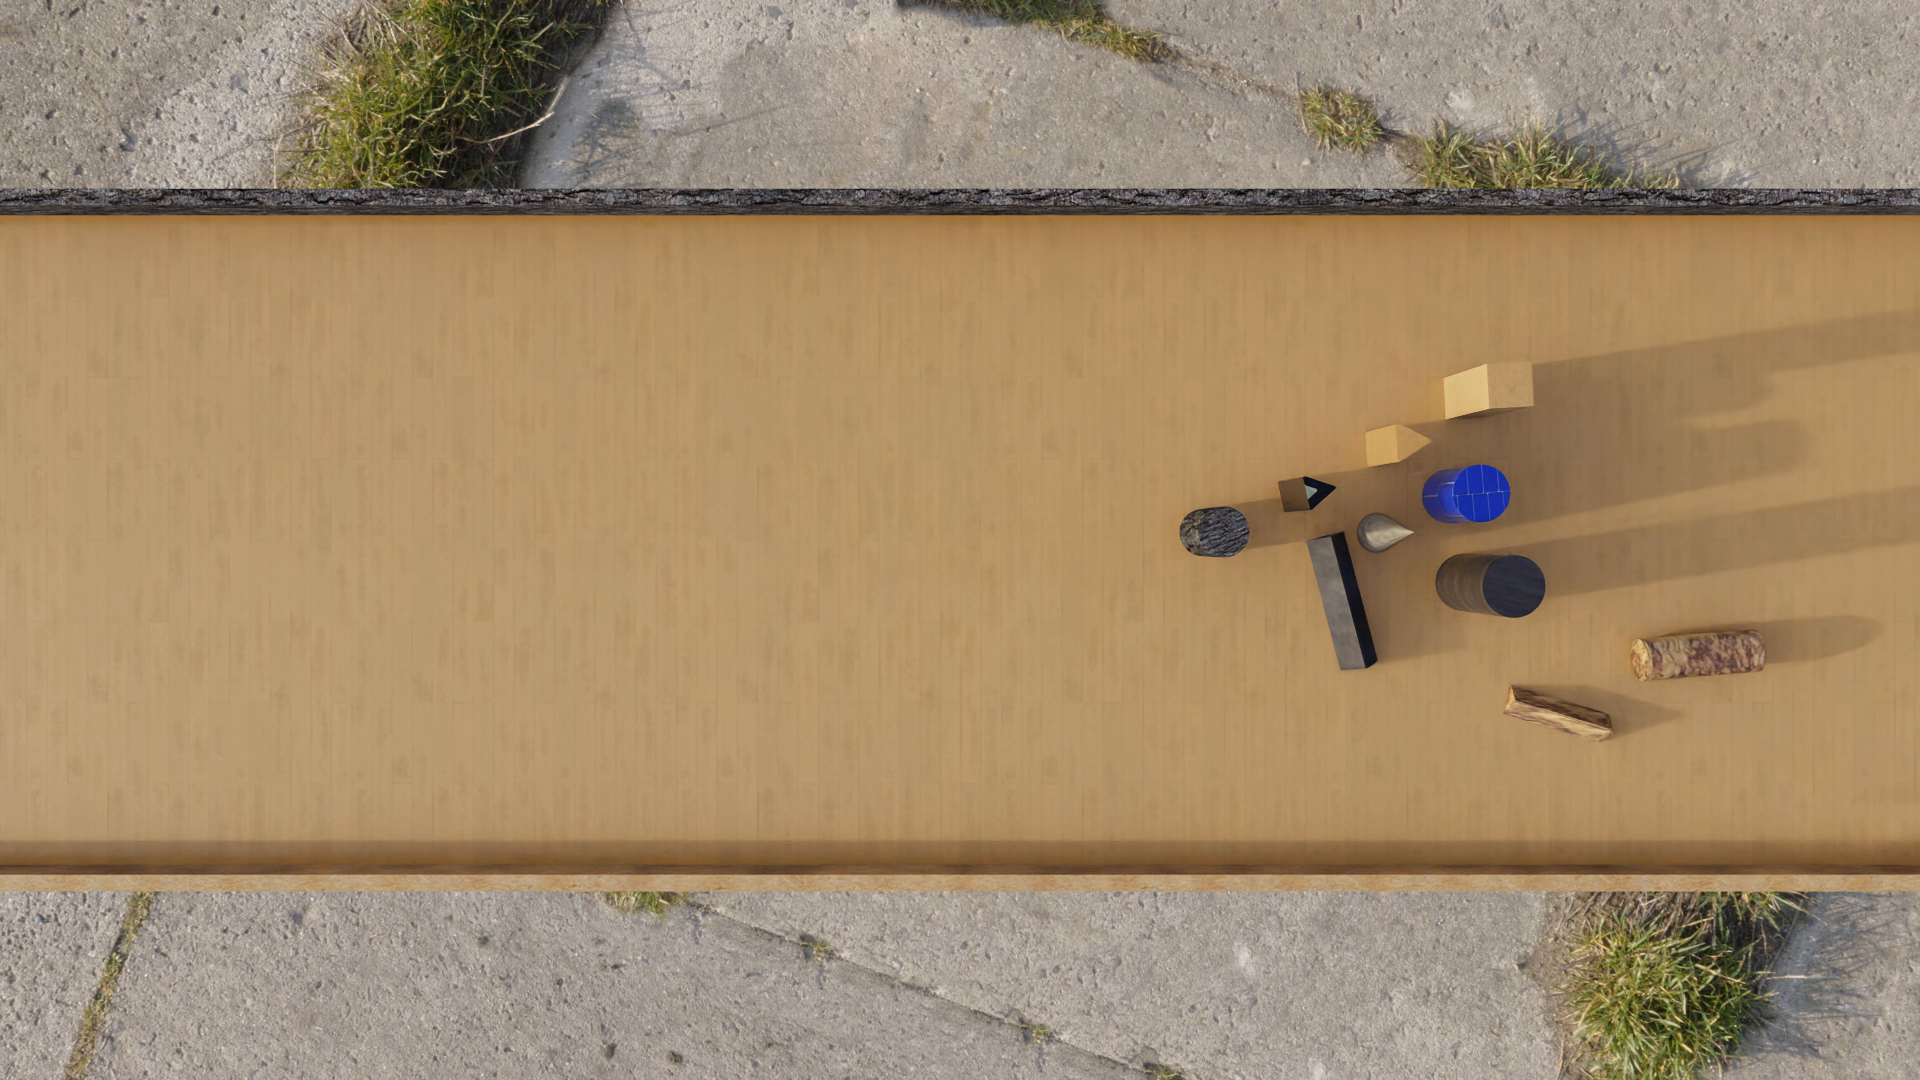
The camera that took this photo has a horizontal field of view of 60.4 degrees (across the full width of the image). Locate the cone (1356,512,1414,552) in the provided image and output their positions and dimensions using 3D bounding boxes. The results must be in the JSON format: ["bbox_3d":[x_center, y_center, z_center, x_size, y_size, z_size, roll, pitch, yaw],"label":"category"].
[{"bbox_3d":[1.282,-0.022,4.864,0.123,0.425,0.123,0,90,0],"label":"cone"}]

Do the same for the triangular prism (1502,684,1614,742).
[{"bbox_3d":[1.830,0.534,5.035,0.312,0.079,0.091,17,90,0],"label":"triangular prism"}]

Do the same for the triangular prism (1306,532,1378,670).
[{"bbox_3d":[1.174,0.188,5.023,0.116,0.101,0.413,-15,90,0],"label":"triangular prism"}]

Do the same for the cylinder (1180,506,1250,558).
[{"bbox_3d":[0.748,-0.023,4.876,0.145,0.401,0.145,0,90,0],"label":"cylinder"}]

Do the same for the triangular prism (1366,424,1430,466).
[{"bbox_3d":[1.276,-0.294,4.899,0.109,0.355,0.094,-33,90,0],"label":"triangular prism"}]

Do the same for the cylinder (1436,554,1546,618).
[{"bbox_3d":[1.552,0.130,4.848,0.177,0.457,0.177,0,90,0],"label":"cylinder"}]

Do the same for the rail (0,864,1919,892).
[{"bbox_3d":[-2.247,1.025,5.001,12.000,0.150,0.050,0,90,0],"label":"rail"}]

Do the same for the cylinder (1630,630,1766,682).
[{"bbox_3d":[2.242,0.350,5.012,0.354,0.130,0.130,-5,90,0],"label":"cylinder"}]

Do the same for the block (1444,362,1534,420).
[{"bbox_3d":[1.555,-0.438,4.869,0.127,0.415,0.127,-3,90,0],"label":"block"}]

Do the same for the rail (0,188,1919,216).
[{"bbox_3d":[-2.247,-1.025,5.002,12.000,0.150,0.050,0,90,0],"label":"rail"}]

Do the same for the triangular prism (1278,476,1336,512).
[{"bbox_3d":[1.008,-0.149,4.889,0.097,0.374,0.084,-42,90,0],"label":"triangular prism"}]

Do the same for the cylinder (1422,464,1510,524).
[{"bbox_3d":[1.505,-0.135,4.919,0.167,0.316,0.167,0,90,0],"label":"cylinder"}]
